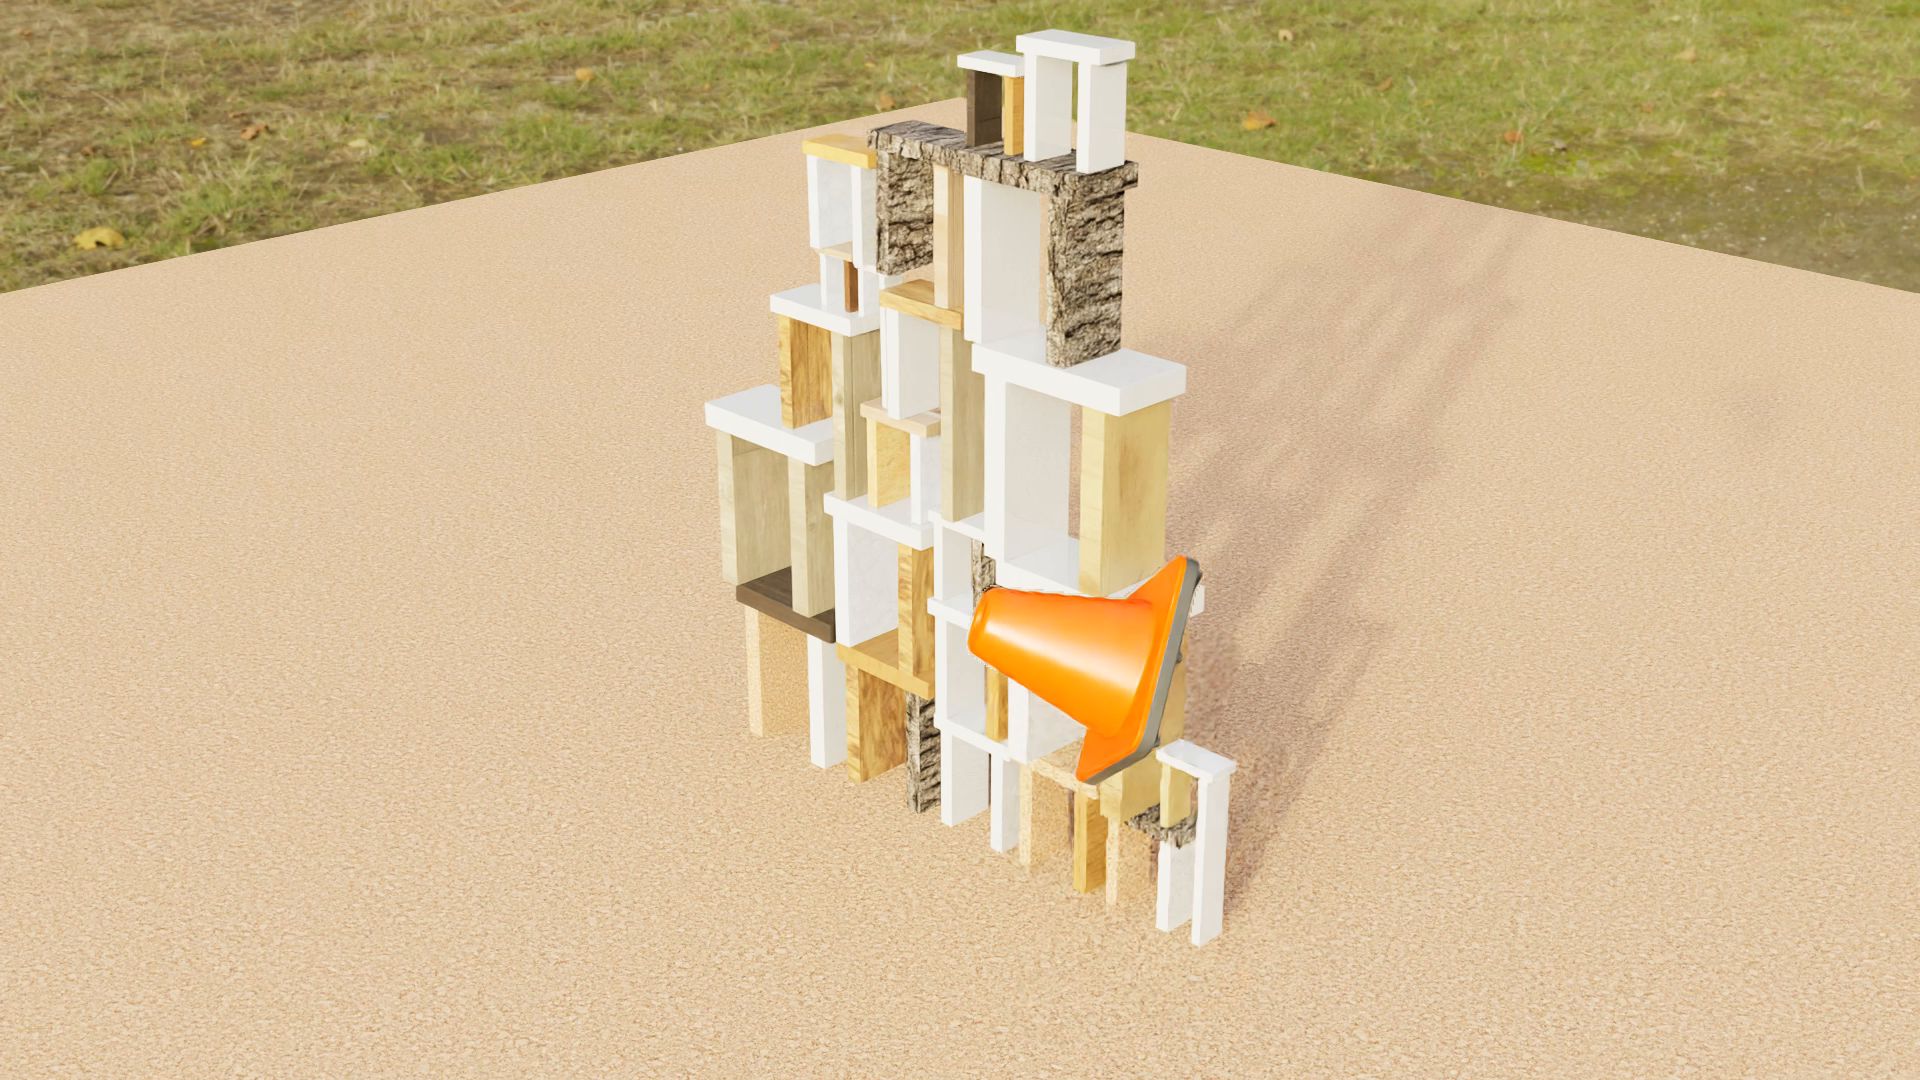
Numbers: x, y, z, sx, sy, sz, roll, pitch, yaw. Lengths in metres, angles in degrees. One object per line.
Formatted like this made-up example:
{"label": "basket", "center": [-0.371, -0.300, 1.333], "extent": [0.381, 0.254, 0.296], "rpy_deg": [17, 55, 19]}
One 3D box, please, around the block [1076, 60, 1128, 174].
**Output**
{"label": "block", "center": [0.236, -0.710, 3.663], "extent": [0.026, 0.182, 0.091], "rpy_deg": [21, 31, 41]}

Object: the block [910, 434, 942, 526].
{"label": "block", "center": [-0.053, -0.128, 4.233], "extent": [0.026, 0.182, 0.091], "rpy_deg": [21, 31, 40]}

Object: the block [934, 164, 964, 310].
{"label": "block", "center": [0.007, -0.560, 3.987], "extent": [0.033, 0.263, 0.117], "rpy_deg": [21, 31, 40]}

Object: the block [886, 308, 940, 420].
{"label": "block", "center": [-0.088, -0.344, 4.169], "extent": [0.030, 0.215, 0.108], "rpy_deg": [21, 31, 41]}

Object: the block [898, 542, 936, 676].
{"label": "block", "center": [-0.058, 0.117, 4.345], "extent": [0.039, 0.278, 0.139], "rpy_deg": [21, 31, 41]}

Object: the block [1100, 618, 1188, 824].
{"label": "block", "center": [0.335, 0.311, 3.995], "extent": [0.049, 0.379, 0.174], "rpy_deg": [21, 31, 40]}

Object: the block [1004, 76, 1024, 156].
{"label": "block", "center": [0.108, -0.737, 3.787], "extent": [0.019, 0.137, 0.068], "rpy_deg": [21, 31, 41]}

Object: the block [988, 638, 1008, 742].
{"label": "block", "center": [0.101, 0.274, 4.233], "extent": [0.030, 0.213, 0.107], "rpy_deg": [21, 31, 41]}

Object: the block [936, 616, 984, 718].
{"label": "block", "center": [0.000, 0.234, 4.325], "extent": [0.030, 0.213, 0.107], "rpy_deg": [21, 31, 41]}

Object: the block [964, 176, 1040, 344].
{"label": "block", "center": [0.076, -0.512, 3.922], "extent": [0.149, 0.298, 0.042], "rpy_deg": [-21, 30, -40]}

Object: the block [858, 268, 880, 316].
{"label": "block", "center": [-0.173, -0.477, 4.202], "extent": [0.046, 0.092, 0.013], "rpy_deg": [-21, 31, -40]}

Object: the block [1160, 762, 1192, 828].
{"label": "block", "center": [0.391, 0.451, 3.985], "extent": [0.018, 0.130, 0.065], "rpy_deg": [20, 30, 40]}

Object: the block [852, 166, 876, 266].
{"label": "block", "center": [-0.161, -0.617, 4.137], "extent": [0.089, 0.191, 0.025], "rpy_deg": [-21, 30, -39]}

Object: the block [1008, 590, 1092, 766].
{"label": "block", "center": [0.169, 0.233, 4.140], "extent": [0.049, 0.348, 0.174], "rpy_deg": [21, 31, 40]}

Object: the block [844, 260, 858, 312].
{"label": "block", "center": [-0.198, -0.492, 4.224], "extent": [0.051, 0.103, 0.015], "rpy_deg": [-21, 31, -40]}

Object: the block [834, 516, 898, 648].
{"label": "block", "center": [-0.189, 0.066, 4.466], "extent": [0.039, 0.278, 0.139], "rpy_deg": [21, 31, 41]}

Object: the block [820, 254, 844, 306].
{"label": "block", "center": [-0.246, -0.511, 4.270], "extent": [0.051, 0.103, 0.015], "rpy_deg": [-21, 30, -40]}

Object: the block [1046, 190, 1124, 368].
{"label": "block", "center": [0.216, -0.458, 3.793], "extent": [0.042, 0.298, 0.149], "rpy_deg": [21, 31, 41]}

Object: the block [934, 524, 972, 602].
{"label": "block", "center": [-0.014, 0.032, 4.249], "extent": [0.022, 0.158, 0.079], "rpy_deg": [21, 31, 41]}

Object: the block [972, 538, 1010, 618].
{"label": "block", "center": [0.061, 0.061, 4.180], "extent": [0.022, 0.158, 0.079], "rpy_deg": [21, 31, 41]}

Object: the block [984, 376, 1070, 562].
{"label": "block", "center": [0.124, -0.151, 4.025], "extent": [0.049, 0.349, 0.175], "rpy_deg": [21, 31, 41]}

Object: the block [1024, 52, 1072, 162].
{"label": "block", "center": [0.150, -0.743, 3.742], "extent": [0.026, 0.182, 0.091], "rpy_deg": [21, 30, 41]}

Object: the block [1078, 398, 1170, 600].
{"label": "block", "center": [0.289, -0.087, 3.874], "extent": [0.049, 0.349, 0.175], "rpy_deg": [21, 31, 41]}

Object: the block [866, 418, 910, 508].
{"label": "block", "center": [-0.139, -0.161, 4.312], "extent": [0.026, 0.182, 0.091], "rpy_deg": [21, 31, 41]}

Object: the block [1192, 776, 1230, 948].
{"label": "block", "center": [0.453, 0.573, 3.971], "extent": [0.018, 0.343, 0.065], "rpy_deg": [21, 31, 41]}

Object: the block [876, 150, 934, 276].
{"label": "block", "center": [-0.102, -0.617, 4.085], "extent": [0.033, 0.233, 0.117], "rpy_deg": [23, 32, 40]}

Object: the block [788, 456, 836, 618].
{"label": "block", "center": [-0.267, -0.028, 4.509], "extent": [0.048, 0.341, 0.171], "rpy_deg": [21, 31, 41]}

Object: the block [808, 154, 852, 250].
{"label": "block", "center": [-0.248, -0.654, 4.209], "extent": [0.025, 0.178, 0.089], "rpy_deg": [20, 30, 41]}

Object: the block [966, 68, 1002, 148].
{"label": "block", "center": [0.043, -0.762, 3.846], "extent": [0.019, 0.137, 0.068], "rpy_deg": [21, 31, 40]}

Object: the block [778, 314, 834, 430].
{"label": "block", "center": [-0.305, -0.350, 4.407], "extent": [0.117, 0.235, 0.033], "rpy_deg": [-21, 31, -41]}

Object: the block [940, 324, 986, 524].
{"label": "block", "center": [0.013, -0.227, 4.109], "extent": [0.030, 0.384, 0.108], "rpy_deg": [21, 31, 41]}

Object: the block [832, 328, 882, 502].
{"label": "block", "center": [-0.195, -0.256, 4.325], "extent": [0.117, 0.345, 0.033], "rpy_deg": [-21, 31, -41]}

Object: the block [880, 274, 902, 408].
{"label": "block", "center": [-0.130, -0.382, 4.197], "extent": [0.013, 0.262, 0.046], "rpy_deg": [20, 30, 41]}
